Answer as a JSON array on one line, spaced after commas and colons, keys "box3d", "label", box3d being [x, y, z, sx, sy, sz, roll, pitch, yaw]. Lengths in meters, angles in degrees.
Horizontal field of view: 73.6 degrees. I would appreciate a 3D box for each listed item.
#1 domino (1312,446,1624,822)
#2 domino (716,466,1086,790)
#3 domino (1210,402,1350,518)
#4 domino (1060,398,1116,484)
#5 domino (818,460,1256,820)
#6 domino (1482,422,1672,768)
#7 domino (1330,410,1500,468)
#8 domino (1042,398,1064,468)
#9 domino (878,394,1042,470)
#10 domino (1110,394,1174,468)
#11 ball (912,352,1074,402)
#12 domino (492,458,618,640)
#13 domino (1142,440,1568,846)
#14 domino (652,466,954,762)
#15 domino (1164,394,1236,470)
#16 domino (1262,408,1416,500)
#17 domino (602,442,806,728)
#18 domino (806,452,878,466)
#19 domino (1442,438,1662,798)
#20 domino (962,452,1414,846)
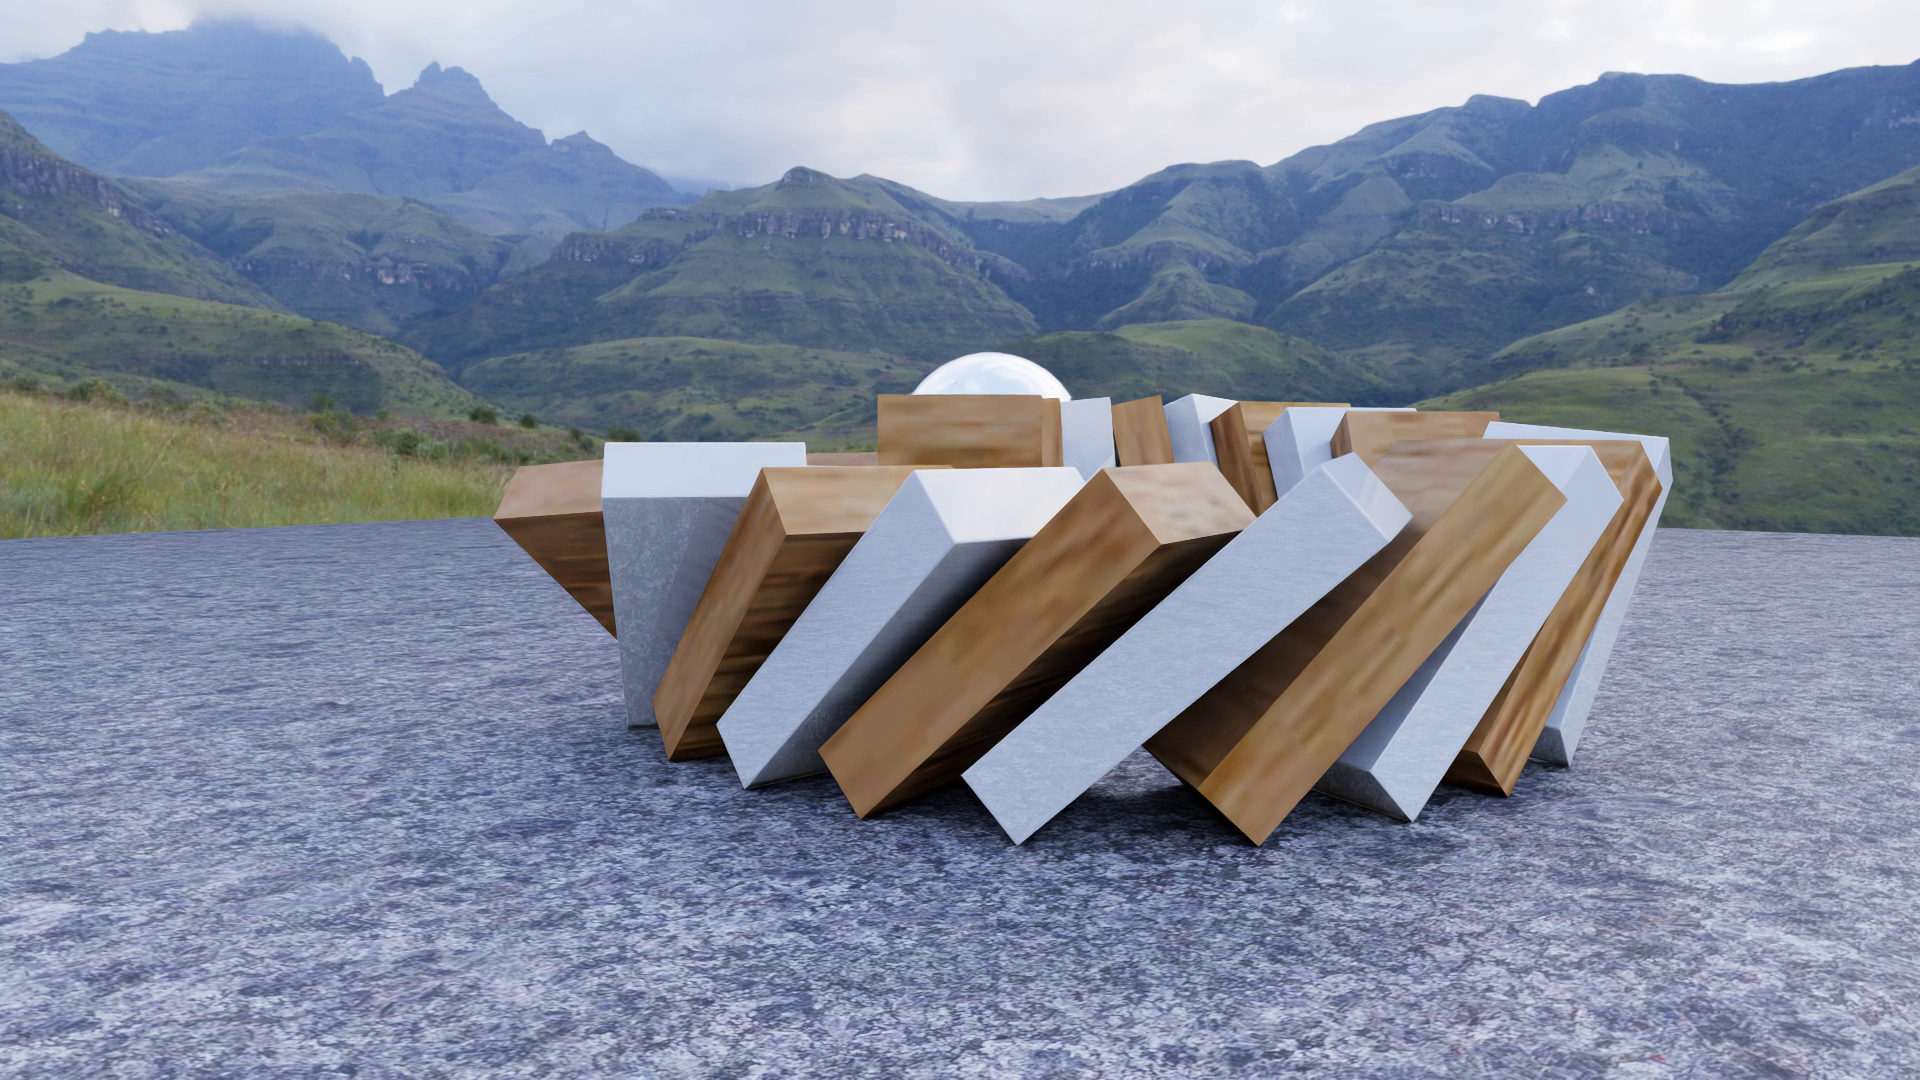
[{"box3d": [0.058, 0.009, 0.160, 0.010, 0.050, 0.025, 47, -18, -23], "label": "domino"}, {"box3d": [-0.007, 0.011, 0.154, 0.025, 0.009, 0.050, -4, -35, -43], "label": "domino"}, {"box3d": [0.063, 0.000, 0.229, 0.025, 0.050, 0.009, -2, -17, -25], "label": "domino"}, {"box3d": [0.021, -0.001, 0.238, 0.010, 0.050, 0.025, -7, 6, -13], "label": "domino"}, {"box3d": [0.008, 0.011, 0.145, 0.050, 0.009, 0.025, -46, -21, 29], "label": "domino"}, {"box3d": [0.081, 0.006, 0.184, 0.025, 0.050, 0.010, 11, -31, 40], "label": "domino"}, {"box3d": [0.075, 0.003, 0.202, 0.025, 0.050, 0.009, 0, -27, -1], "label": "domino"}, {"box3d": [0.007, 0.000, 0.232, 0.009, 0.050, 0.025, -8, 8, -36], "label": "domino"}, {"box3d": [0.000, 0.002, 0.201, 0.025, 0.050, 0.009, 0, 4, 0], "label": "domino"}, {"box3d": [0.035, -0.001, 0.240, 0.009, 0.050, 0.025, -13, 4, -2], "label": "domino"}, {"box3d": [0.013, -0.037, 0.530, 0.080, 0.080, 0.080, 0, 4, 0], "label": "ball"}, {"box3d": [-0.045, 0.007, 0.197, 0.025, 0.009, 0.050, -3, -37, 23], "label": "domino"}, {"box3d": [0.043, 0.010, 0.148, 0.009, 0.050, 0.025, 43, -3, -9], "label": "domino"}, {"box3d": [-0.020, 0.010, 0.164, 0.025, 0.010, 0.050, -3, -36, -33], "label": "domino"}, {"box3d": [0.052, -0.001, 0.241, 0.009, 0.050, 0.025, -22, -14, 38], "label": "domino"}, {"box3d": [0.070, 0.002, 0.216, 0.025, 0.050, 0.010, -1, -23, -15], "label": "domino"}, {"box3d": [-0.035, 0.008, 0.179, 0.025, 0.050, 0.010, -1, 48, -10], "label": "domino"}, {"box3d": [-0.010, 0.003, 0.252, 0.025, 0.010, 0.050, 3, -37, 37], "label": "domino"}, {"box3d": [0.070, 0.008, 0.171, 0.025, 0.050, 0.009, 7, -35, 53], "label": "domino"}, {"box3d": [0.025, 0.011, 0.139, 0.050, 0.009, 0.025, -44, -12, 22], "label": "domino"}]
